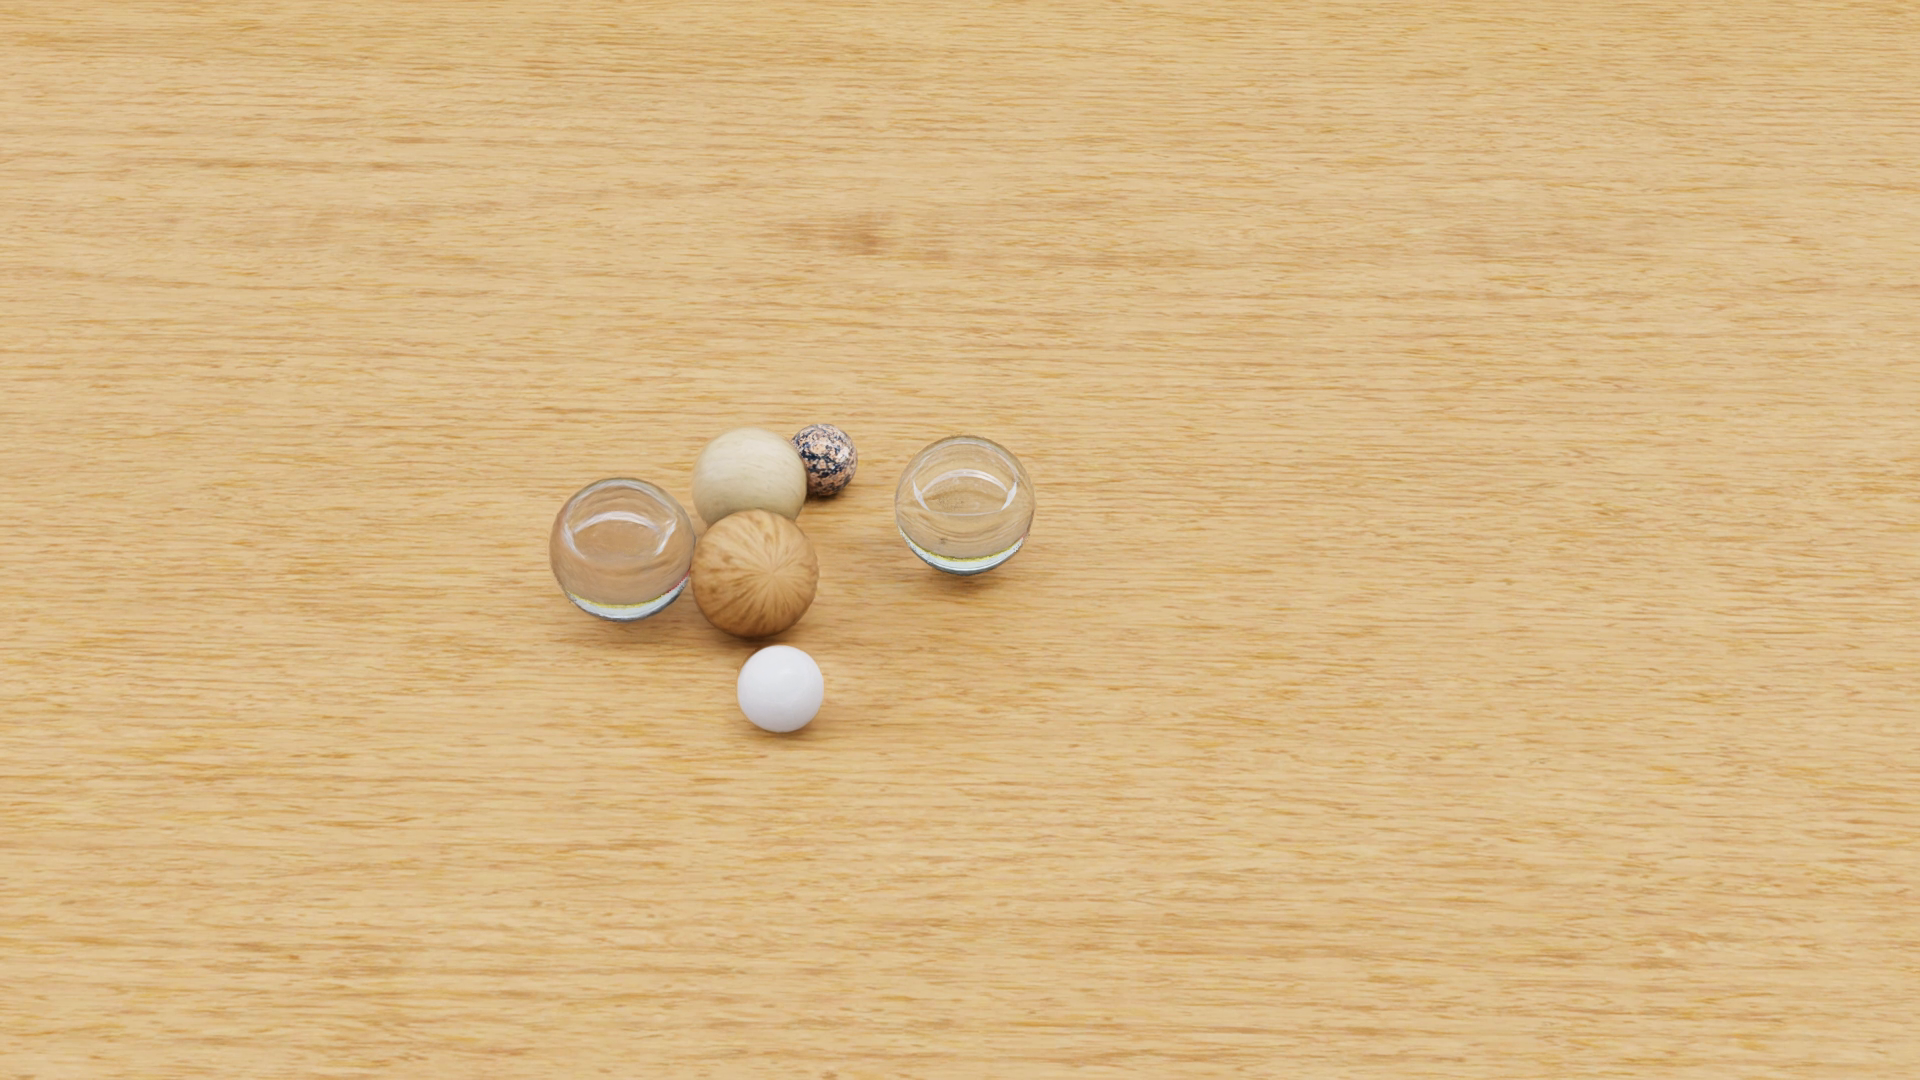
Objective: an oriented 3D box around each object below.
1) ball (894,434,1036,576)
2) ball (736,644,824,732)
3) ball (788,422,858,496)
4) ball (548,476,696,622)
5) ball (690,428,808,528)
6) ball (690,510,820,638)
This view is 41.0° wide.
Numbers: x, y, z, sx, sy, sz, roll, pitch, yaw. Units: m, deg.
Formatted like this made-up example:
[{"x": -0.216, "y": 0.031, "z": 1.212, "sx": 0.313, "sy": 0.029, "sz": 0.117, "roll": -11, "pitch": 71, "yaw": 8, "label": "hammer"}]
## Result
[{"x": 0.003, "y": -0.022, "z": 1.616, "sx": 0.089, "sy": 0.089, "sz": 0.089, "roll": 0, "pitch": 36, "yaw": 0, "label": "ball"}, {"x": -0.105, "y": 0.087, "z": 1.499, "sx": 0.051, "sy": 0.051, "sz": 0.051, "roll": 0, "pitch": 36, "yaw": 0, "label": "ball"}, {"x": -0.091, "y": -0.053, "z": 1.692, "sx": 0.048, "sy": 0.048, "sz": 0.048, "roll": 0, "pitch": 36, "yaw": 0, "label": "ball"}, {"x": -0.208, "y": 0.006, "z": 1.577, "sx": 0.090, "sy": 0.090, "sz": 0.090, "roll": 0, "pitch": 36, "yaw": 0, "label": "ball"}, {"x": -0.135, "y": -0.035, "z": 1.645, "sx": 0.075, "sy": 0.075, "sz": 0.075, "roll": 0, "pitch": 36, "yaw": 0, "label": "ball"}, {"x": -0.125, "y": 0.021, "z": 1.566, "sx": 0.079, "sy": 0.079, "sz": 0.079, "roll": 0, "pitch": 36, "yaw": 0, "label": "ball"}]
